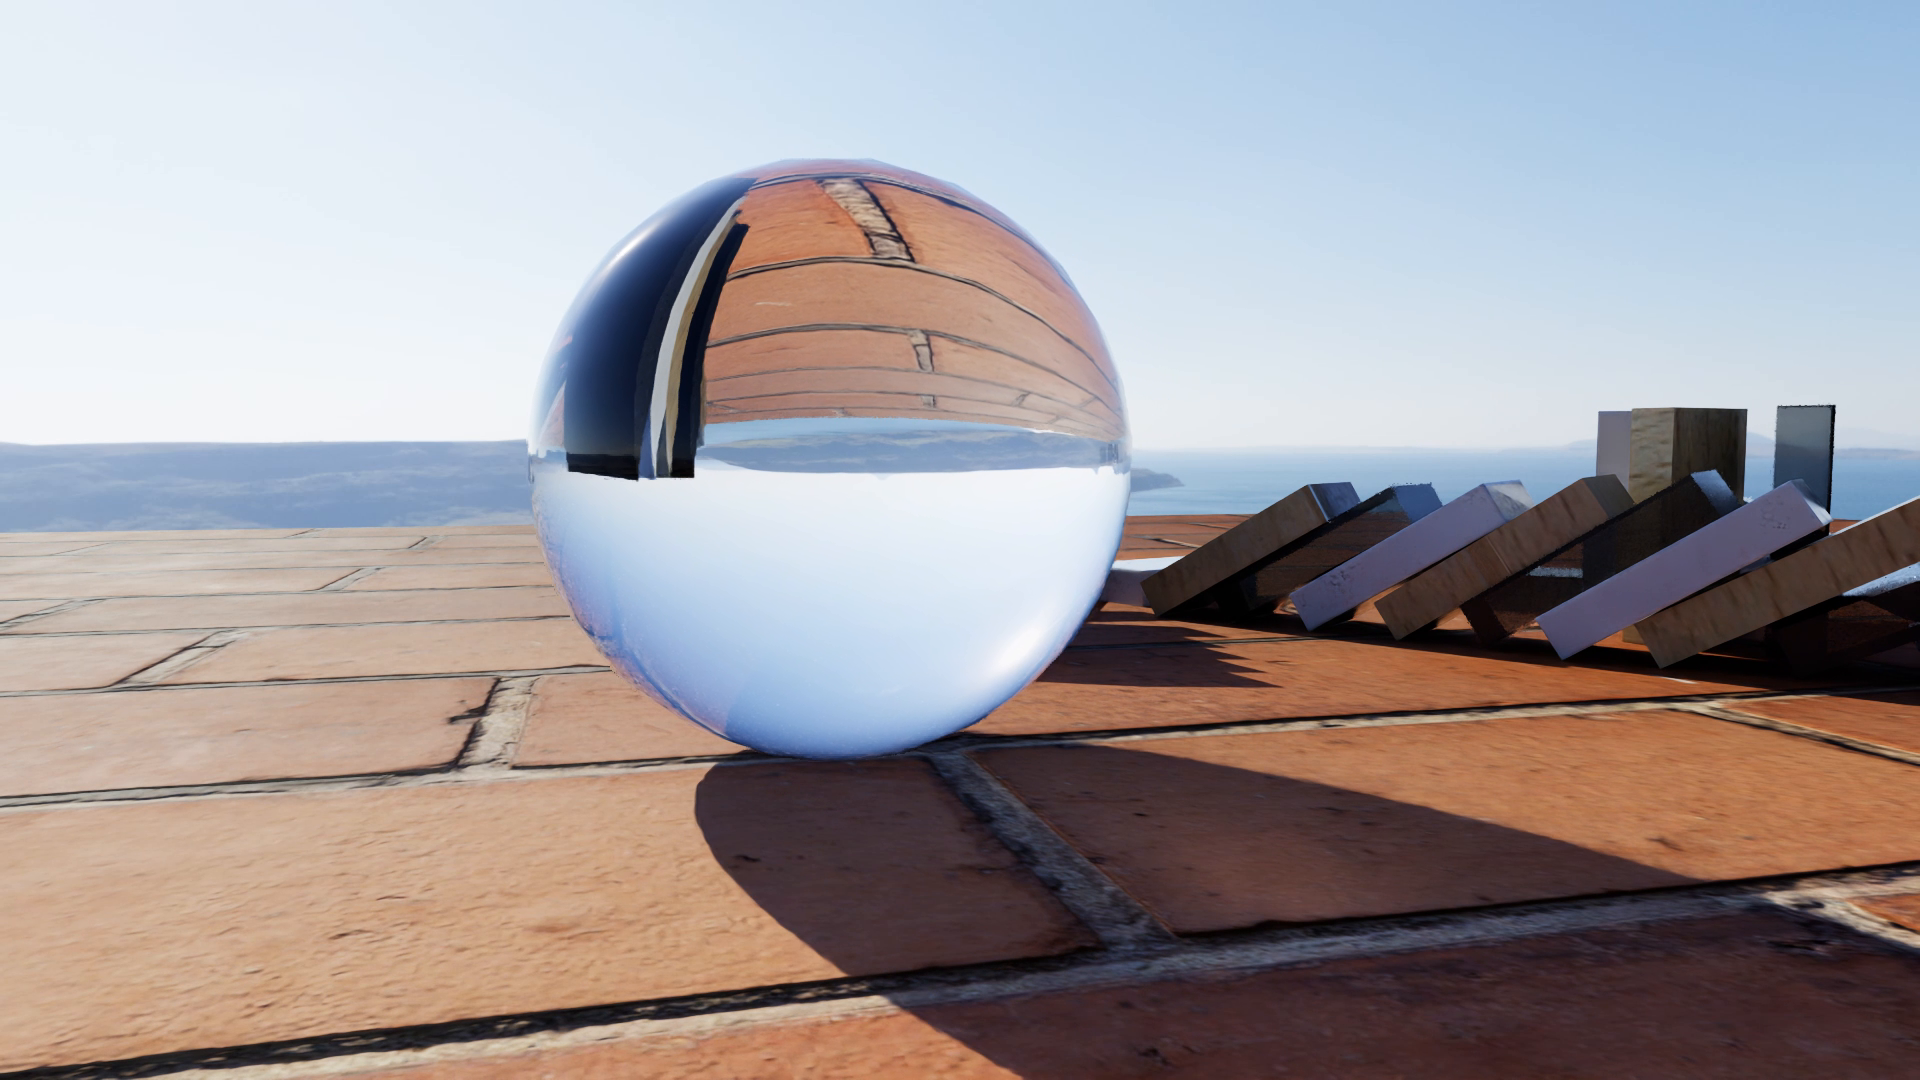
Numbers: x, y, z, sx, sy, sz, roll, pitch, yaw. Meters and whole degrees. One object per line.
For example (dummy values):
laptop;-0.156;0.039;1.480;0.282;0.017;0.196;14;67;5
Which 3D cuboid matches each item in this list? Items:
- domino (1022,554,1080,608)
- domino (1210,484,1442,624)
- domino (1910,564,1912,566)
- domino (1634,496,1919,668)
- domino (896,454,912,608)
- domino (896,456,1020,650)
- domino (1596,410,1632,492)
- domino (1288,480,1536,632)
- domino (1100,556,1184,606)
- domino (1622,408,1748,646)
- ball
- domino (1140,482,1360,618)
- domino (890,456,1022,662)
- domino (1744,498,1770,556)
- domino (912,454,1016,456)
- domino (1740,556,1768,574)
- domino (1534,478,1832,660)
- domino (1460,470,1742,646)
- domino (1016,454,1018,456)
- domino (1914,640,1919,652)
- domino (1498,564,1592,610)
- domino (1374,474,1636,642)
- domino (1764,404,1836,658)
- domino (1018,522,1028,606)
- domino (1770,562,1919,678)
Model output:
domino;0.018;0.011;0.361;0.025;0.010;0.050;1;4;12
domino;0.086;0.003;0.300;0.050;0.009;0.025;-34;-18;35
domino;0.240;0.009;0.300;0.025;0.009;0.050;36;12;9
domino;0.155;0.008;0.240;0.050;0.009;0.025;-35;-18;35
domino;-0.001;0.000;0.308;0.025;0.010;0.050;0;45;1
domino;0.000;0.002;0.279;0.025;0.010;0.050;0;45;1
domino;0.160;-0.005;0.295;0.025;0.050;0.009;2;5;29
domino;0.101;0.004;0.287;0.050;0.009;0.025;-37;-19;36
domino;0.061;0.011;0.359;0.050;0.010;0.025;-3;5;-35
domino;0.156;-0.003;0.275;0.025;0.050;0.010;-2;5;-28
ball;-0.017;-0.011;0.175;0.080;0.080;0.080;0;4;0
domino;0.071;0.002;0.312;0.050;0.009;0.025;-34;-18;35
domino;0.000;0.003;0.265;0.025;0.009;0.050;0;45;1
domino;0.212;0.003;0.316;0.025;0.010;0.050;8;22;-39
domino;0.001;0.001;0.294;0.025;0.010;0.050;0;45;1
domino;0.186;0.002;0.322;0.050;0.009;0.025;30;19;26
domino;0.140;0.006;0.249;0.050;0.010;0.025;-38;-20;33
domino;0.129;0.004;0.260;0.025;0.010;0.050;-7;-26;-50
domino;0.001;-0.002;0.323;0.025;0.010;0.050;1;45;6
domino;0.198;0.010;0.224;0.050;0.009;0.025;-27;-7;25
domino;0.169;0.013;0.335;0.050;0.010;0.025;3;5;32
domino;0.116;0.004;0.273;0.025;0.009;0.050;-6;-26;-49
domino;0.172;-0.002;0.262;0.010;0.050;0.025;3;5;32
domino;0.003;-0.001;0.341;0.025;0.009;0.050;-5;36;1
domino;0.175;0.010;0.232;0.050;0.009;0.025;-28;-10;29
